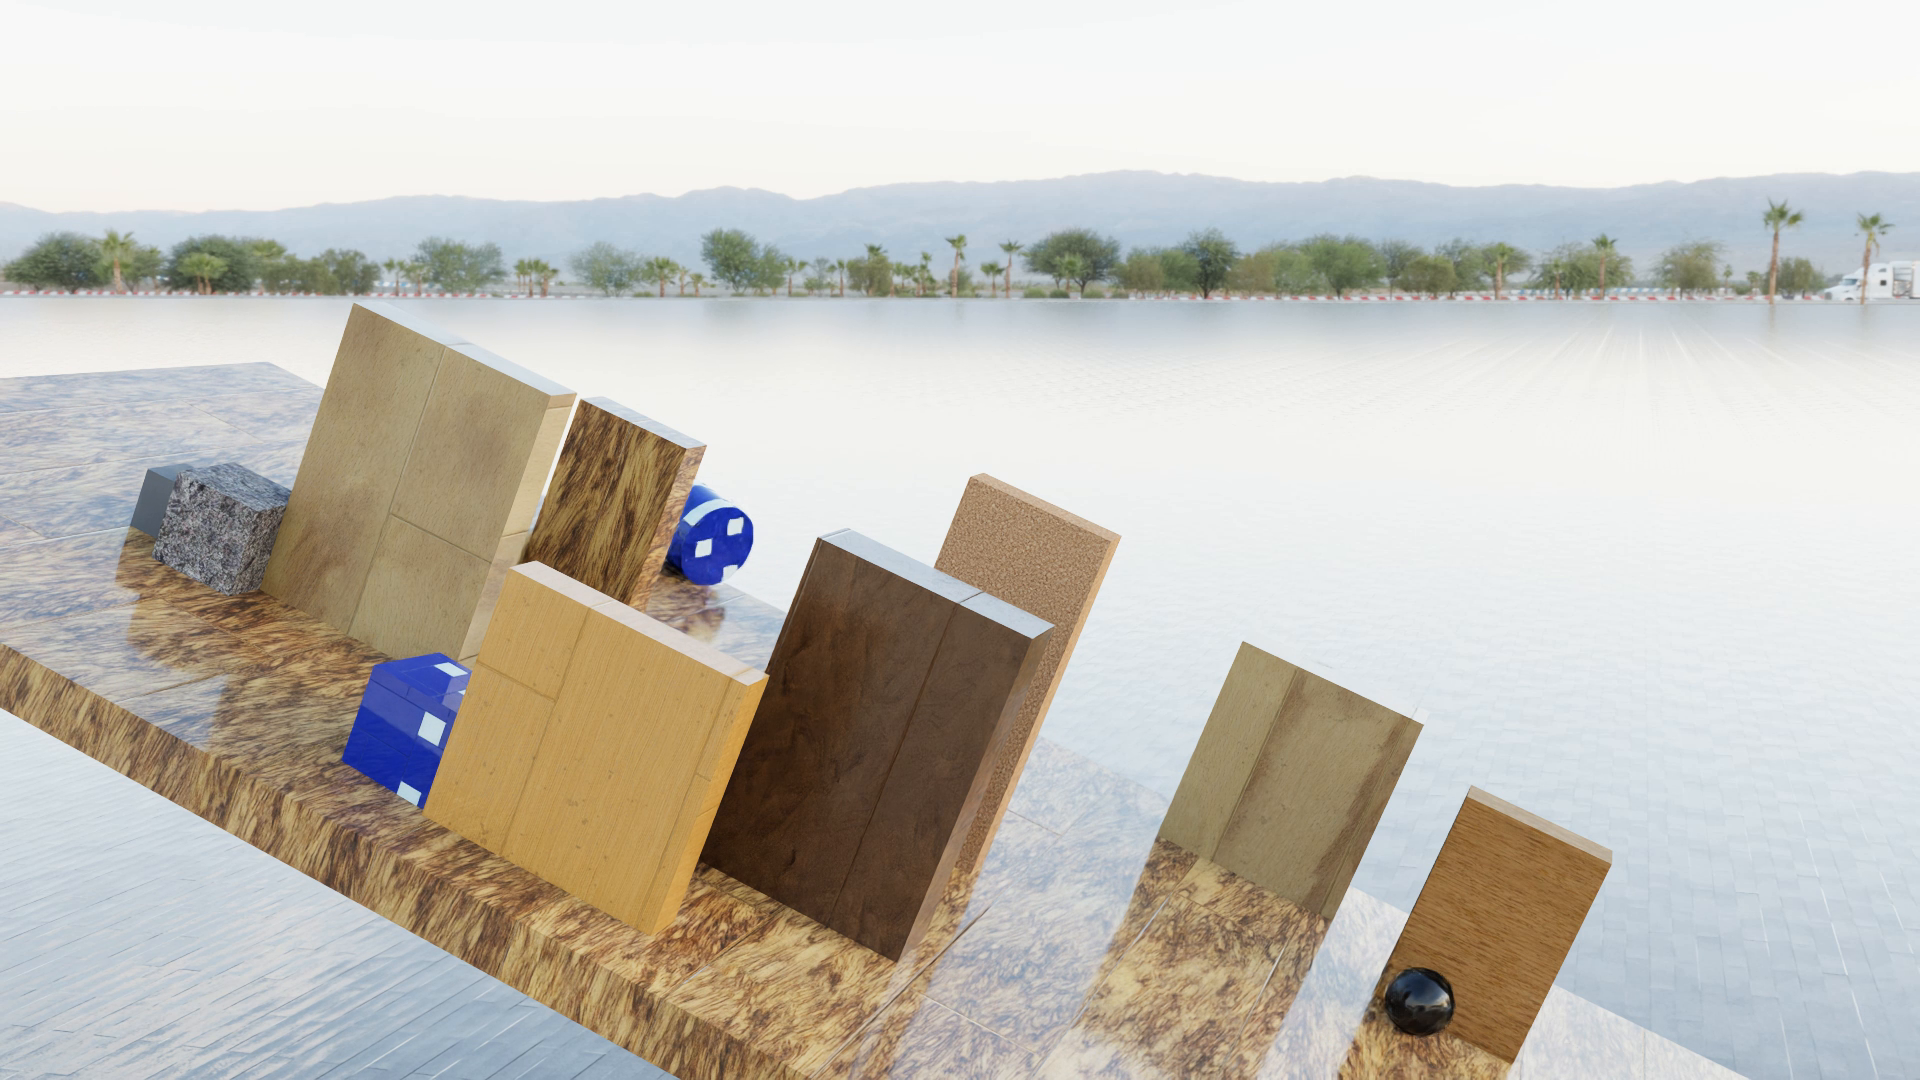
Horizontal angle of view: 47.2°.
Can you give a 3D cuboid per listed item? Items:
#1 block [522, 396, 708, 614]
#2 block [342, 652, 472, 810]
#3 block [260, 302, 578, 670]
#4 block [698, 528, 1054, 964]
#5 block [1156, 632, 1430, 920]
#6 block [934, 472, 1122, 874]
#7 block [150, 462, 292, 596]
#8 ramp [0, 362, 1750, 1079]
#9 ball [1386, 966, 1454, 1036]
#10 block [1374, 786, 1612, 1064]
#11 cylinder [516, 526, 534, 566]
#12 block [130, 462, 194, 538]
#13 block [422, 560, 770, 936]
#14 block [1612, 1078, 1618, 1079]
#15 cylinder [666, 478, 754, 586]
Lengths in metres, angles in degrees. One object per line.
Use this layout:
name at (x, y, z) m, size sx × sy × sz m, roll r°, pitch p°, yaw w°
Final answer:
block at (-0.737, -0.050, 4.629) m, size 0.258 × 0.435 × 0.106 m, roll 25°, pitch 13°, yaw 13°
block at (-0.857, 0.307, 3.569) m, size 0.173 × 0.173 × 0.173 m, roll 26°, pitch 14°, yaw 19°
block at (-0.998, -0.087, 4.034) m, size 0.424 × 0.576 × 0.102 m, roll 25°, pitch 13°, yaw 13°
block at (-0.147, 0.337, 3.660) m, size 0.392 × 0.597 × 0.141 m, roll 25°, pitch 13°, yaw 13°
block at (0.711, 0.500, 4.701) m, size 0.411 × 0.468 × 0.140 m, roll 25°, pitch 13°, yaw 13°
block at (0.032, 0.250, 4.102) m, size 0.287 × 0.689 × 0.088 m, roll 25°, pitch 13°, yaw 13°
block at (-1.354, -0.022, 4.087) m, size 0.174 × 0.174 × 0.174 m, roll 25°, pitch 14°, yaw 11°
ramp at (-0.301, 0.530, 4.191) m, size 4.000 × 0.100 × 2.000 m, roll 25°, pitch 13°, yaw 13°
ball at (0.876, 0.879, 4.188) m, size 0.130 × 0.130 × 0.130 m, roll 0°, pitch 7°, yaw 0°
block at (1.035, 0.747, 4.280) m, size 0.292 × 0.445 × 0.102 m, roll 25°, pitch 13°, yaw 13°
cylinder at (-0.973, 0.012, 4.681) m, size 0.129 × 0.129 × 0.129 m, roll 25°, pitch 12°, yaw 11°
block at (-1.478, -0.064, 4.184) m, size 0.117 × 0.117 × 0.117 m, roll 25°, pitch 13°, yaw 11°
block at (-0.569, 0.320, 3.408) m, size 0.424 × 0.432 × 0.087 m, roll 25°, pitch 13°, yaw 13°
block at (1.212, 1.069, 4.011) m, size 0.110 × 0.110 × 0.110 m, roll 27°, pitch 14°, yaw 21°
cylinder at (-0.632, -0.027, 5.231) m, size 0.204 × 0.204 × 0.204 m, roll -6°, pitch 29°, yaw -41°
